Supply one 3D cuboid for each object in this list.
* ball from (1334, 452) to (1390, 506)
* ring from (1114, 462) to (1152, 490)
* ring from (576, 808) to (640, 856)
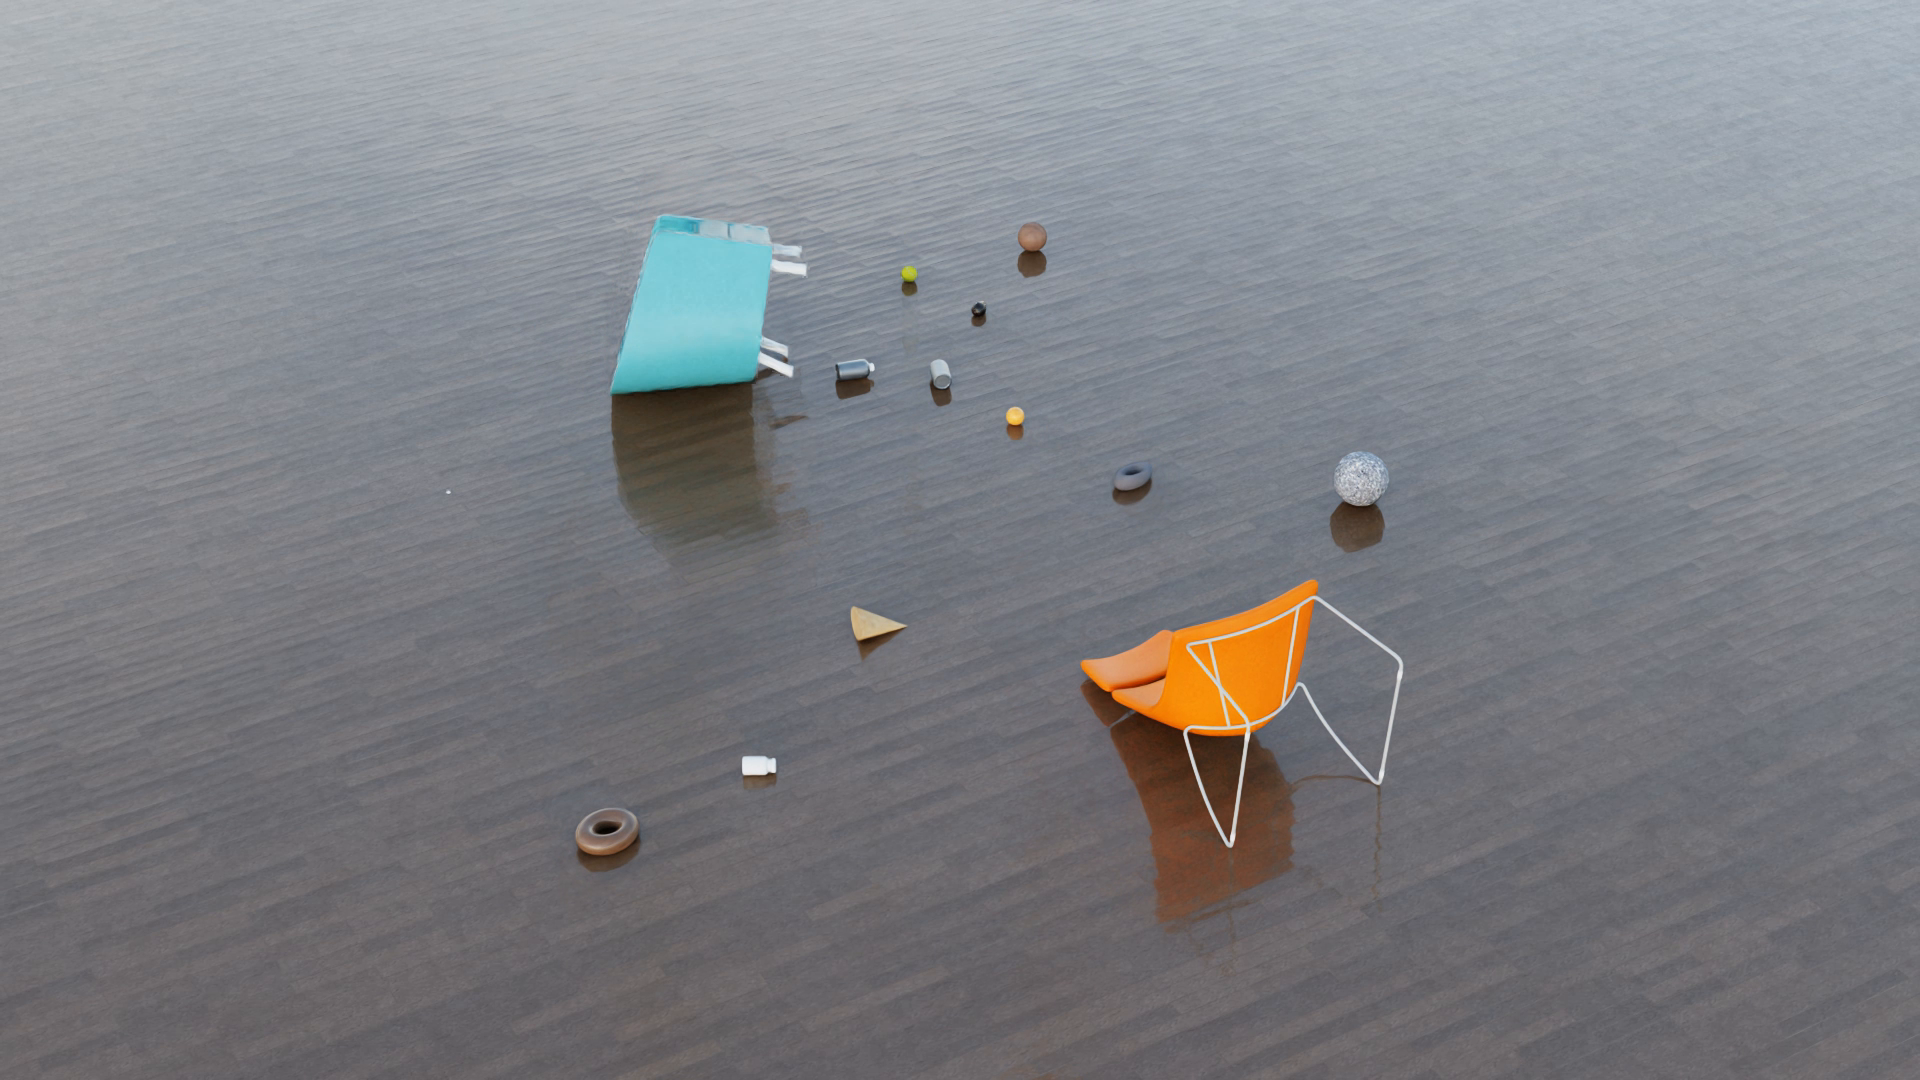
[{"bbox_3d":[1.520,-0.232,11.106,0.210,0.210,0.210,0,33,0],"label":"ball"},{"bbox_3d":[0.664,-0.246,11.261,0.191,0.063,0.103,-26,44,-35],"label":"ring"},{"bbox_3d":[-1.137,0.940,9.458,0.187,0.068,0.223,27,41,33],"label":"ring"}]
